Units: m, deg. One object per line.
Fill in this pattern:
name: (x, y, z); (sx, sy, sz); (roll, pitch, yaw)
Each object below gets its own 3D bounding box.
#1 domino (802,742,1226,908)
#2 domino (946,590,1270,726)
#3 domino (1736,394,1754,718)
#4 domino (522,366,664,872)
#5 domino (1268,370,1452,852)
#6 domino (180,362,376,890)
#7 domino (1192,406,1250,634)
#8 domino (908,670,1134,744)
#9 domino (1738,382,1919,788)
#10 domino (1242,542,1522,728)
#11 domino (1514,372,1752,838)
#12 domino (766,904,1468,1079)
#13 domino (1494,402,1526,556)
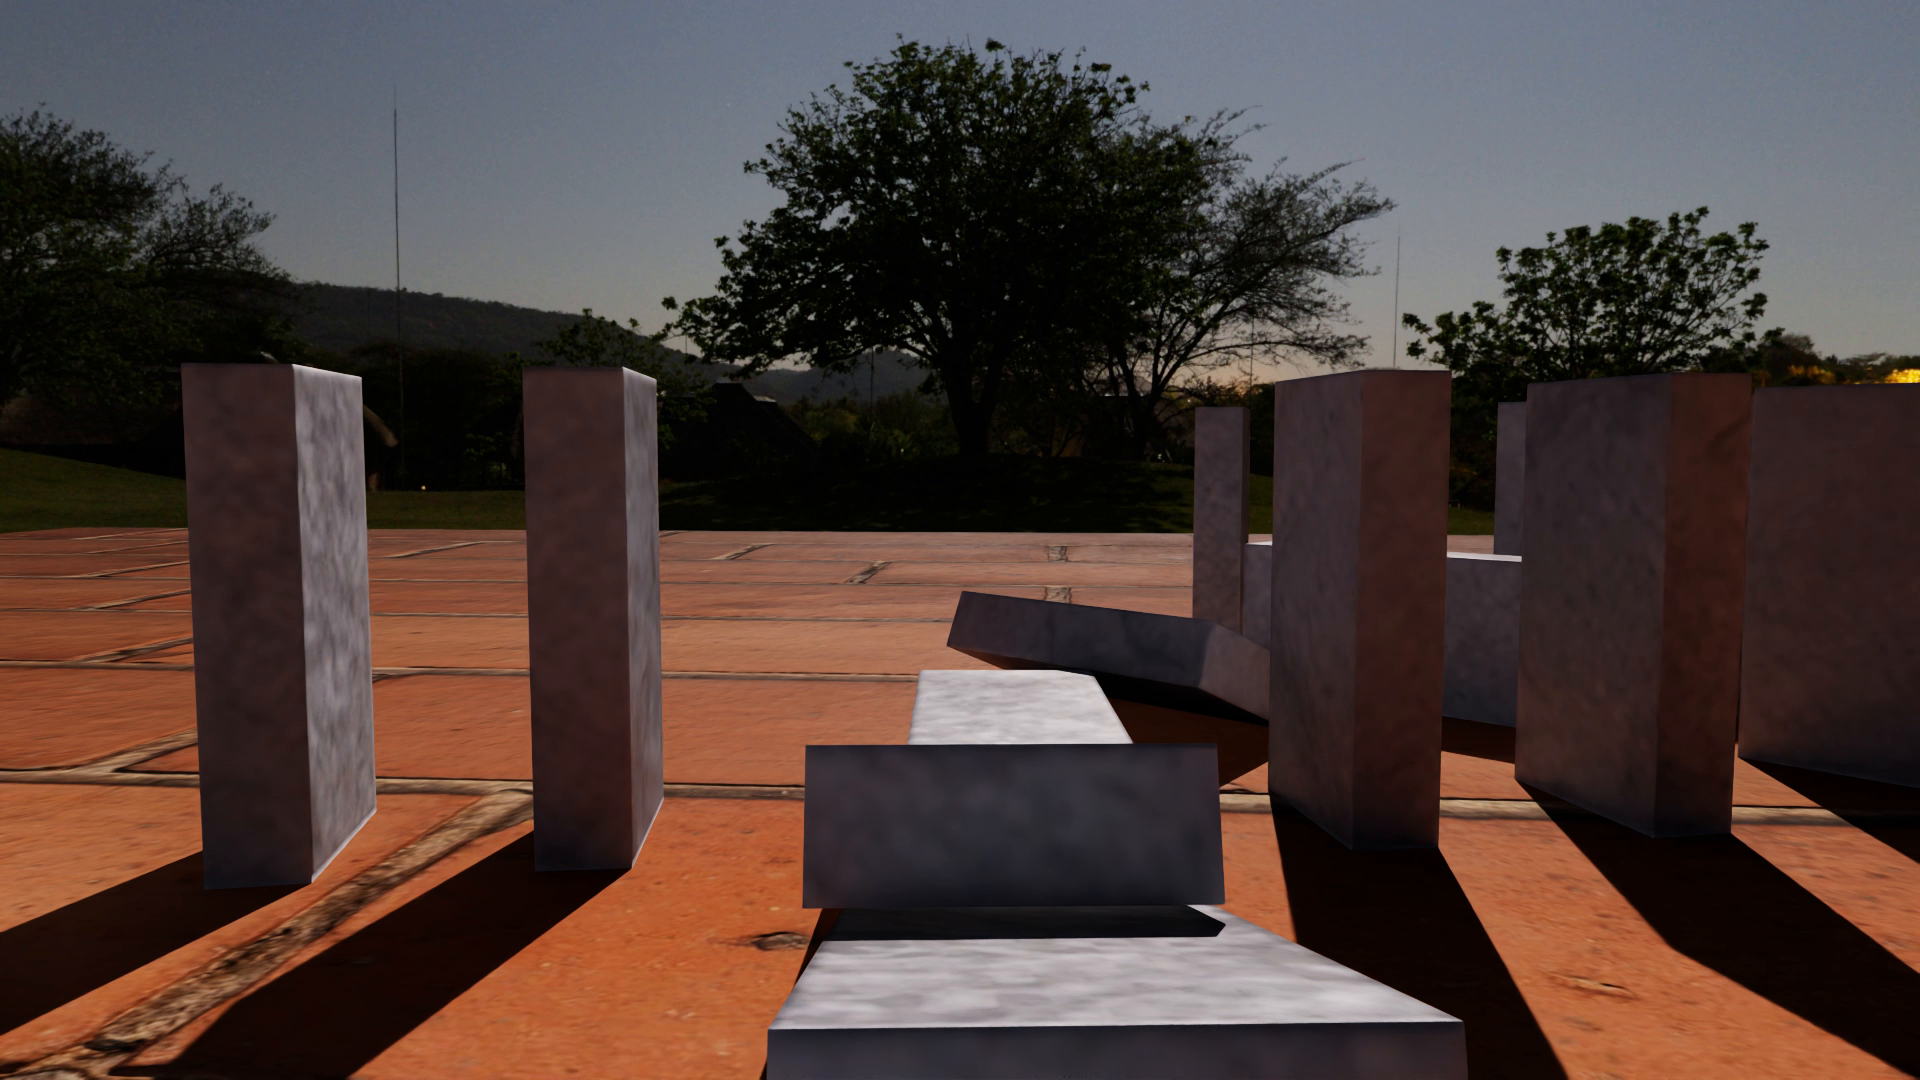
domino: (0.002, 0.023, 0.101); (0.025, 0.009, 0.050); (0, -13, -2)
domino: (0.025, 0.018, 0.201); (0.050, 0.010, 0.025); (4, -16, 46)
domino: (0.129, 0.002, 0.206); (0.025, 0.050, 0.010); (-1, 5, -19)
domino: (-0.039, 0.007, 0.139); (0.010, 0.050, 0.025); (0, 4, -6)
domino: (0.044, 0.007, 0.145); (0.010, 0.050, 0.025); (-1, 4, -7)
domino: (-0.070, 0.008, 0.134); (0.010, 0.050, 0.025); (-1, 4, -11)
domino: (0.056, -0.003, 0.274); (0.009, 0.050, 0.025); (1, 4, 16)
domino: (0.007, 0.026, 0.163); (0.025, 0.009, 0.050); (0, 4, 0)
domino: (0.117, 0.005, 0.166); (0.010, 0.050, 0.025); (-3, 6, -39)
domino: (0.071, 0.014, 0.212); (0.010, 0.025, 0.050); (-4, 6, -44)
domino: (0.077, 0.006, 0.150); (0.009, 0.050, 0.025); (-1, 4, -10)
domino: (0.005, 0.026, 0.070); (0.025, 0.009, 0.050); (0, -10, -1)
domino: (0.109, 0.000, 0.238); (0.025, 0.050, 0.009); (-4, 6, -42)
